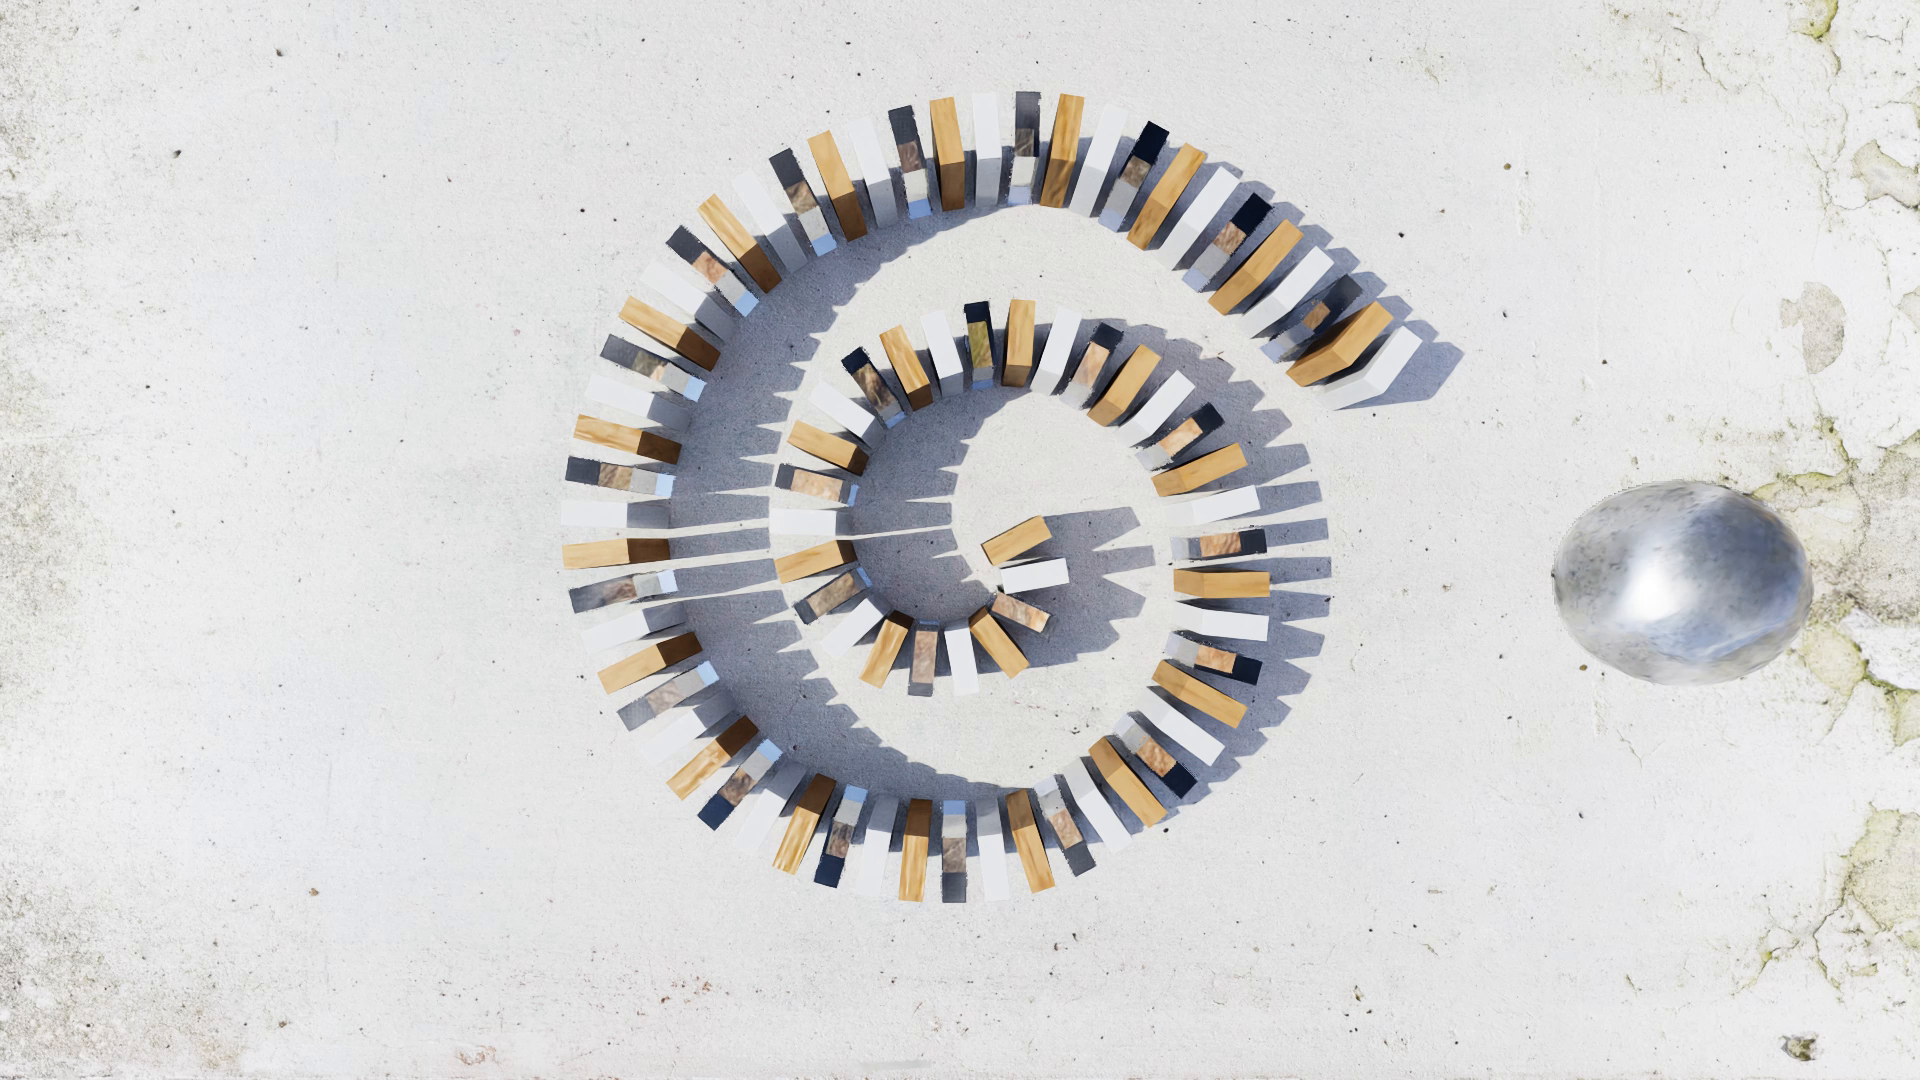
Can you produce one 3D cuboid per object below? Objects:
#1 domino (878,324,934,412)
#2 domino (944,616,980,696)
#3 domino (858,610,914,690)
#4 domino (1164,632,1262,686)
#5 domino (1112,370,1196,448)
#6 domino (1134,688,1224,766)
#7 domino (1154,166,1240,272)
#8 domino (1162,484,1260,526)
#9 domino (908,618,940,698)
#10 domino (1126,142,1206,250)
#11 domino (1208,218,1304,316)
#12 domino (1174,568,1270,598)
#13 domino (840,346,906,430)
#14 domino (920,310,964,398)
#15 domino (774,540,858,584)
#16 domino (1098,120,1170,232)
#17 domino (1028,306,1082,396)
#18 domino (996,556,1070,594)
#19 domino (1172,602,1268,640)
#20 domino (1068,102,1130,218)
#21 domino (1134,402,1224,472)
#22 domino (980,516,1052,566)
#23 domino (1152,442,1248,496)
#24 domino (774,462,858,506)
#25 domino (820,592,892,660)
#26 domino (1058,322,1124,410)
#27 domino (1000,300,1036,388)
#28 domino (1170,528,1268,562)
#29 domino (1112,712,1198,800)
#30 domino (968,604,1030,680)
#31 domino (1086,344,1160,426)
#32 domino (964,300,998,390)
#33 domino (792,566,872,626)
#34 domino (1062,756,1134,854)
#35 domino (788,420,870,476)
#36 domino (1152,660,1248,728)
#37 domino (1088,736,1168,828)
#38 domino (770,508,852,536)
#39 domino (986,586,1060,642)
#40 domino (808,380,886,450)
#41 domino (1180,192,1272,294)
[{"bbox_3d":[-0.021,-0.069,0.375,0.009,0.050,0.025,-26,90,0],"label":"domino"},{"bbox_3d":[0.001,0.047,0.375,0.010,0.050,0.025,-10,90,0],"label":"domino"},{"bbox_3d":[-0.029,0.044,0.375,0.009,0.050,0.025,25,90,0],"label":"domino"},{"bbox_3d":[0.102,0.048,0.375,0.025,0.050,0.009,15,90,0],"label":"domino"},{"bbox_3d":[0.078,-0.053,0.375,0.010,0.050,0.025,42,90,0],"label":"domino"},{"bbox_3d":[0.088,0.075,0.375,0.025,0.050,0.010,36,90,0],"label":"domino"},{"bbox_3d":[0.096,-0.130,0.375,0.009,0.050,0.025,37,90,0],"label":"domino"},{"bbox_3d":[0.102,-0.013,0.375,0.025,0.050,0.010,-15,90,0],"label":"domino"},{"bbox_3d":[-0.014,0.047,0.375,0.010,0.050,0.025,5,90,0],"label":"domino"},{"bbox_3d":[0.083,-0.139,0.375,0.010,0.050,0.025,34,90,0],"label":"domino"},{"bbox_3d":[0.120,-0.110,0.375,0.010,0.050,0.025,41,90,0],"label":"domino"},{"bbox_3d":[0.106,0.017,0.375,0.025,0.050,0.009,-1,90,0],"label":"domino"},{"bbox_3d":[-0.035,-0.061,0.375,0.009,0.050,0.025,-36,90,0],"label":"domino"},{"bbox_3d":[-0.007,-0.075,0.375,0.009,0.050,0.025,-18,90,0],"label":"domino"},{"bbox_3d":[-0.058,0.008,0.375,0.025,0.050,0.009,-19,90,0],"label":"domino"},{"bbox_3d":[0.070,-0.147,0.375,0.009,0.050,0.025,29,90,0],"label":"domino"},{"bbox_3d":[0.039,-0.076,0.375,0.009,0.050,0.025,19,90,0],"label":"domino"},{"bbox_3d":[0.029,0.014,0.375,0.025,0.050,0.009,-10,90,0],"label":"domino"},{"bbox_3d":[0.105,0.033,0.375,0.025,0.050,0.009,6,90,0],"label":"domino"},{"bbox_3d":[0.056,-0.154,0.375,0.009,0.050,0.025,21,90,0],"label":"domino"},{"bbox_3d":[0.089,-0.041,0.375,0.025,0.050,0.010,-38,90,0],"label":"domino"},{"bbox_3d":[0.022,0.000,0.375,0.025,0.050,0.010,-28,90,0],"label":"domino"},{"bbox_3d":[0.097,-0.028,0.375,0.025,0.050,0.009,-24,90,0],"label":"domino"},{"bbox_3d":[-0.058,-0.022,0.375,0.025,0.050,0.010,14,90,0],"label":"domino"},{"bbox_3d":[-0.042,0.034,0.375,0.025,0.050,0.009,-44,90,0],"label":"domino"},{"bbox_3d":[0.053,-0.070,0.375,0.009,0.050,0.025,27,90,0],"label":"domino"},{"bbox_3d":[0.023,-0.079,0.375,0.009,0.050,0.025,4,90,0],"label":"domino"},{"bbox_3d":[0.105,0.002,0.375,0.025,0.050,0.009,-8,90,0],"label":"domino"},{"bbox_3d":[0.079,0.087,0.375,0.025,0.050,0.010,43,90,0],"label":"domino"},{"bbox_3d":[0.015,0.041,0.375,0.009,0.050,0.025,-39,90,0],"label":"domino"},{"bbox_3d":[0.066,-0.062,0.375,0.009,0.050,0.025,34,90,0],"label":"domino"},{"bbox_3d":[0.008,-0.079,0.375,0.009,0.050,0.025,-9,90,0],"label":"domino"},{"bbox_3d":[-0.051,0.022,0.375,0.025,0.050,0.009,-33,90,0],"label":"domino"},{"bbox_3d":[0.055,0.108,0.375,0.009,0.050,0.025,-35,90,0],"label":"domino"},{"bbox_3d":[-0.053,-0.037,0.375,0.025,0.050,0.009,23,90,0],"label":"domino"},{"bbox_3d":[0.097,0.062,0.375,0.025,0.050,0.010,28,90,0],"label":"domino"},{"bbox_3d":[0.068,0.098,0.375,0.009,0.050,0.025,-42,90,0],"label":"domino"},{"bbox_3d":[-0.060,-0.007,0.375,0.025,0.050,0.010,2,90,0],"label":"domino"},{"bbox_3d":[0.025,0.029,0.375,0.025,0.050,0.010,25,90,0],"label":"domino"},{"bbox_3d":[-0.045,-0.050,0.375,0.025,0.050,0.009,35,90,0],"label":"domino"},{"bbox_3d":[0.108,-0.120,0.375,0.010,0.050,0.025,40,90,0],"label":"domino"}]
